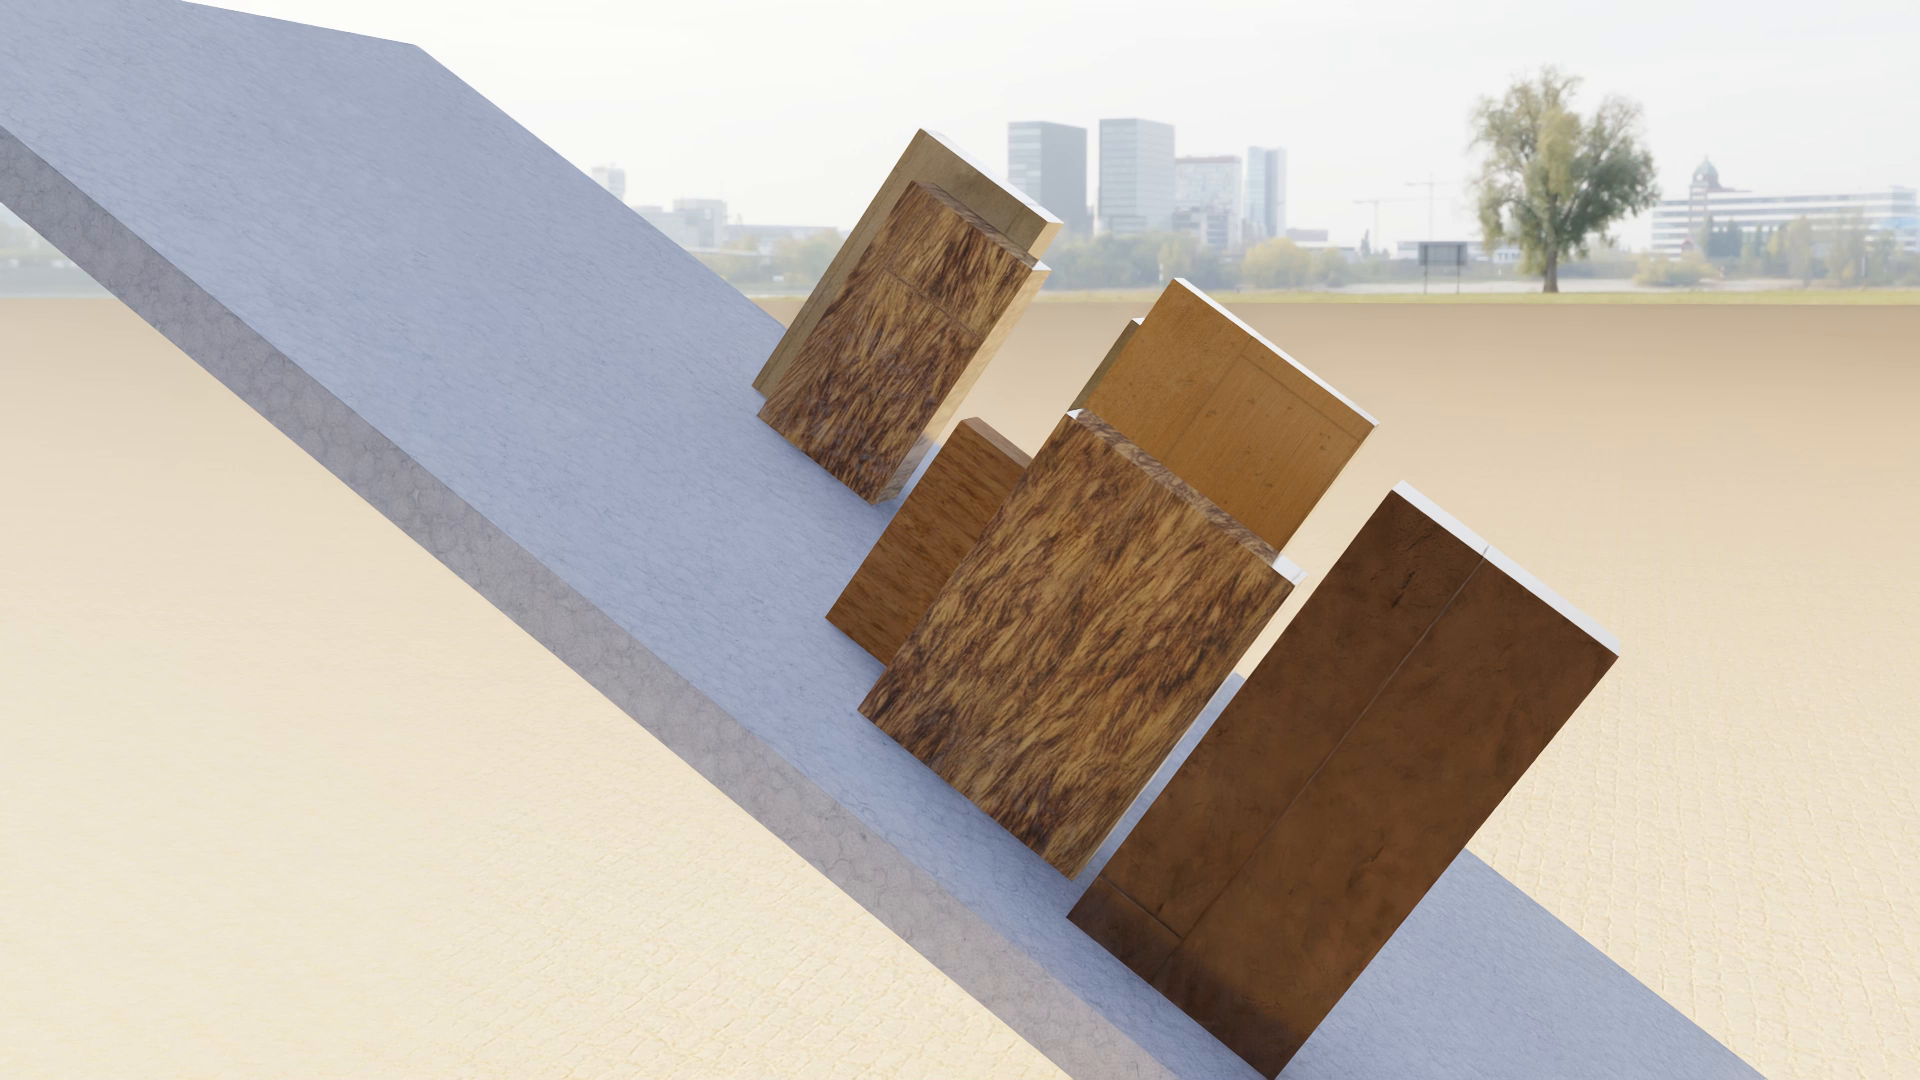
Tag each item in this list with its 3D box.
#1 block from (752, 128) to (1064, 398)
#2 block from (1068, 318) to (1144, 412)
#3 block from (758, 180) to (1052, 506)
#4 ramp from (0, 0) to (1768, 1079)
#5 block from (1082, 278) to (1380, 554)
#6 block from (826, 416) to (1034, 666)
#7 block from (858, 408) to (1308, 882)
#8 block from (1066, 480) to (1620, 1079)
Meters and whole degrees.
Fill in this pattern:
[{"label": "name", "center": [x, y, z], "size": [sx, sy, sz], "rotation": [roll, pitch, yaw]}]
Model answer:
[{"label": "block", "center": [-0.111, -0.482, 4.520], "size": [0.327, 0.640, 0.128], "rotation": [38, 16, 10]}, {"label": "block", "center": [0.377, -0.140, 4.702], "size": [0.387, 0.542, 0.108], "rotation": [38, 16, 10]}, {"label": "block", "center": [-0.113, -0.391, 4.381], "size": [0.300, 0.568, 0.147], "rotation": [38, 16, 10]}, {"label": "ramp", "center": [-0.084, 0.154, 4.079], "size": [4.000, 0.100, 2.000], "rotation": [38, 16, 10]}, {"label": "block", "center": [0.333, -0.025, 3.865], "size": [0.426, 0.758, 0.081], "rotation": [38, 16, 10]}, {"label": "block", "center": [0.068, 0.091, 3.622], "size": [0.426, 0.410, 0.094], "rotation": [38, 16, 10]}, {"label": "block", "center": [0.182, 0.158, 3.356], "size": [0.423, 0.573, 0.129], "rotation": [38, 16, 10]}, {"label": "block", "center": [0.539, 0.345, 3.141], "size": [0.374, 0.786, 0.144], "rotation": [38, 16, 10]}]
